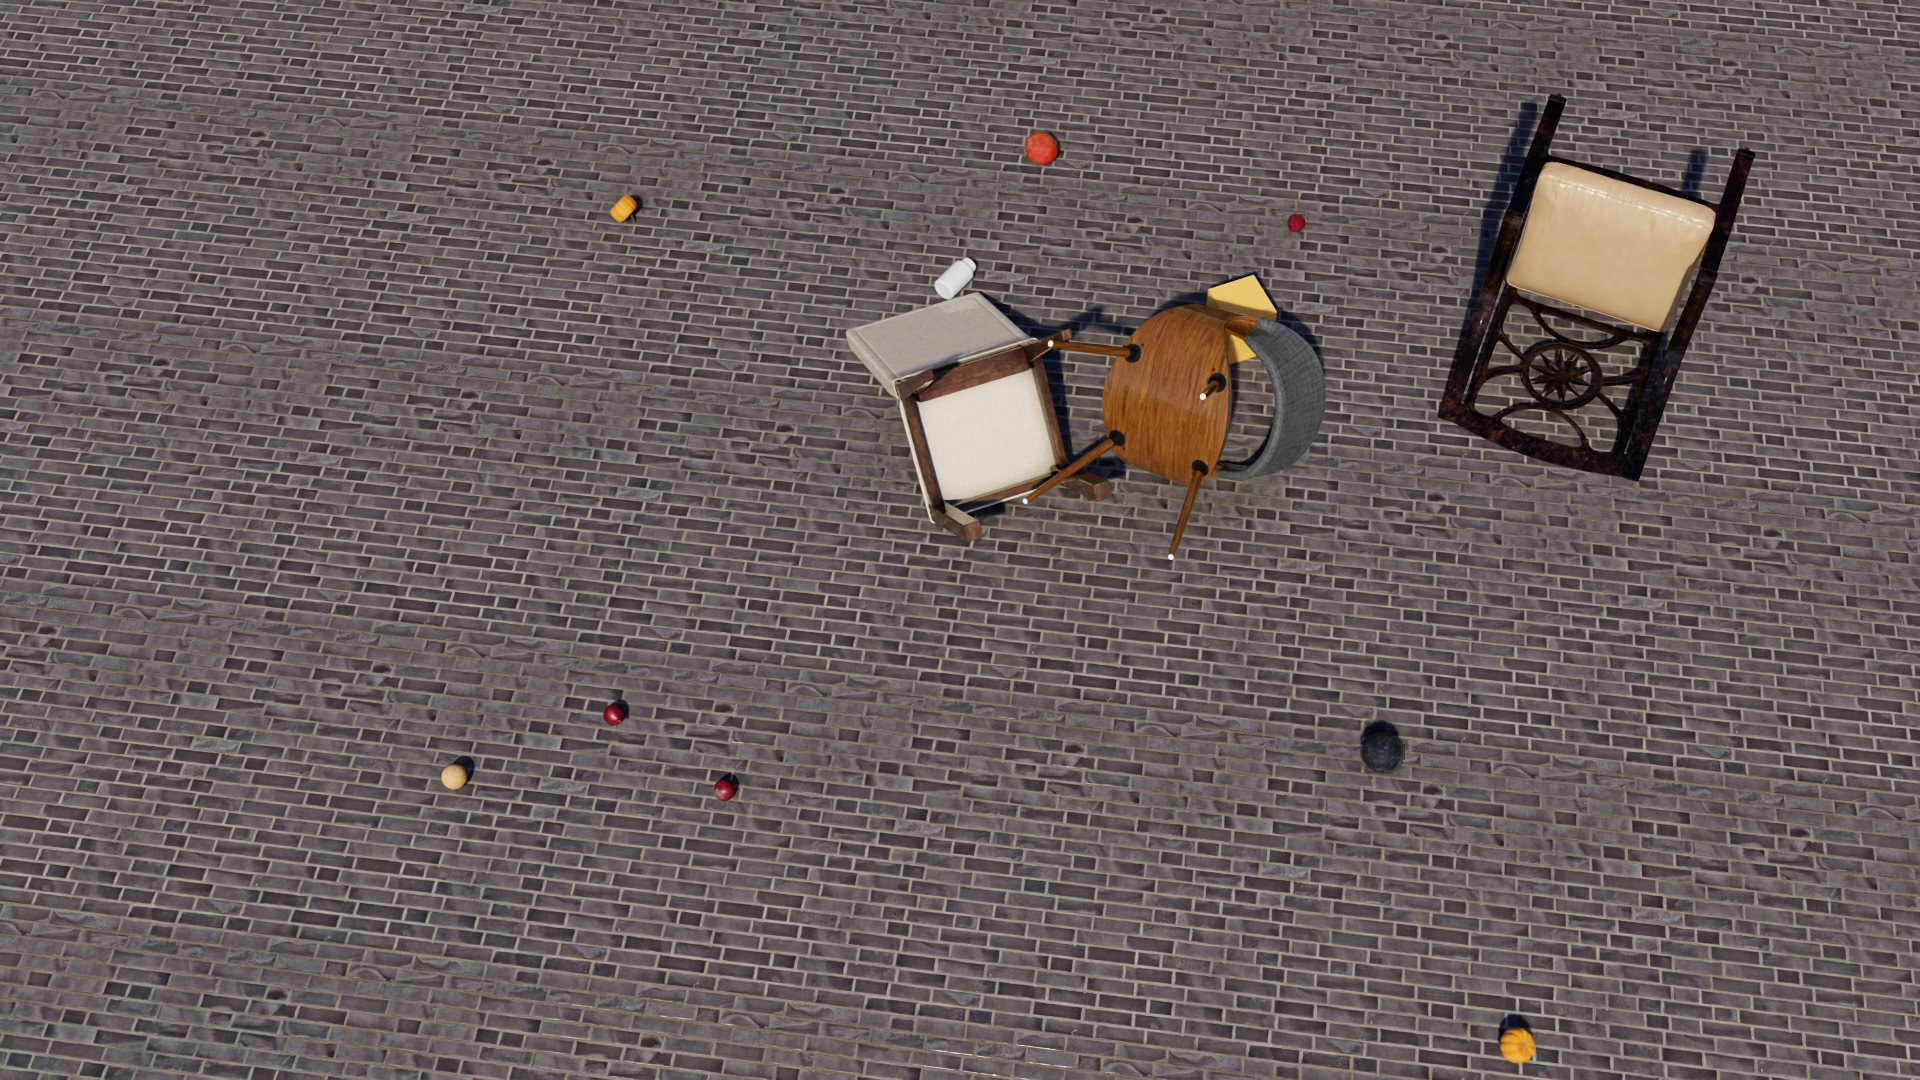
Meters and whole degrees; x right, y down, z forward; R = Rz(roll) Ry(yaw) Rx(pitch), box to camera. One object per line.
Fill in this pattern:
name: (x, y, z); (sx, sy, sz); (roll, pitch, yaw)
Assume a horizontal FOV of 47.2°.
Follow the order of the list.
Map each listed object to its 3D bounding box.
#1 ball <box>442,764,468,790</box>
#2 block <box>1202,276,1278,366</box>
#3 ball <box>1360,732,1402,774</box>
ball: (-1.400, 0.655, 6.091); (0.072, 0.072, 0.072); (0, 56, 0)
block: (0.879, -0.691, 6.921); (0.157, 0.192, 0.165); (-19, 58, -12)
ball: (1.171, 0.590, 6.109); (0.115, 0.115, 0.115); (0, 56, 0)
